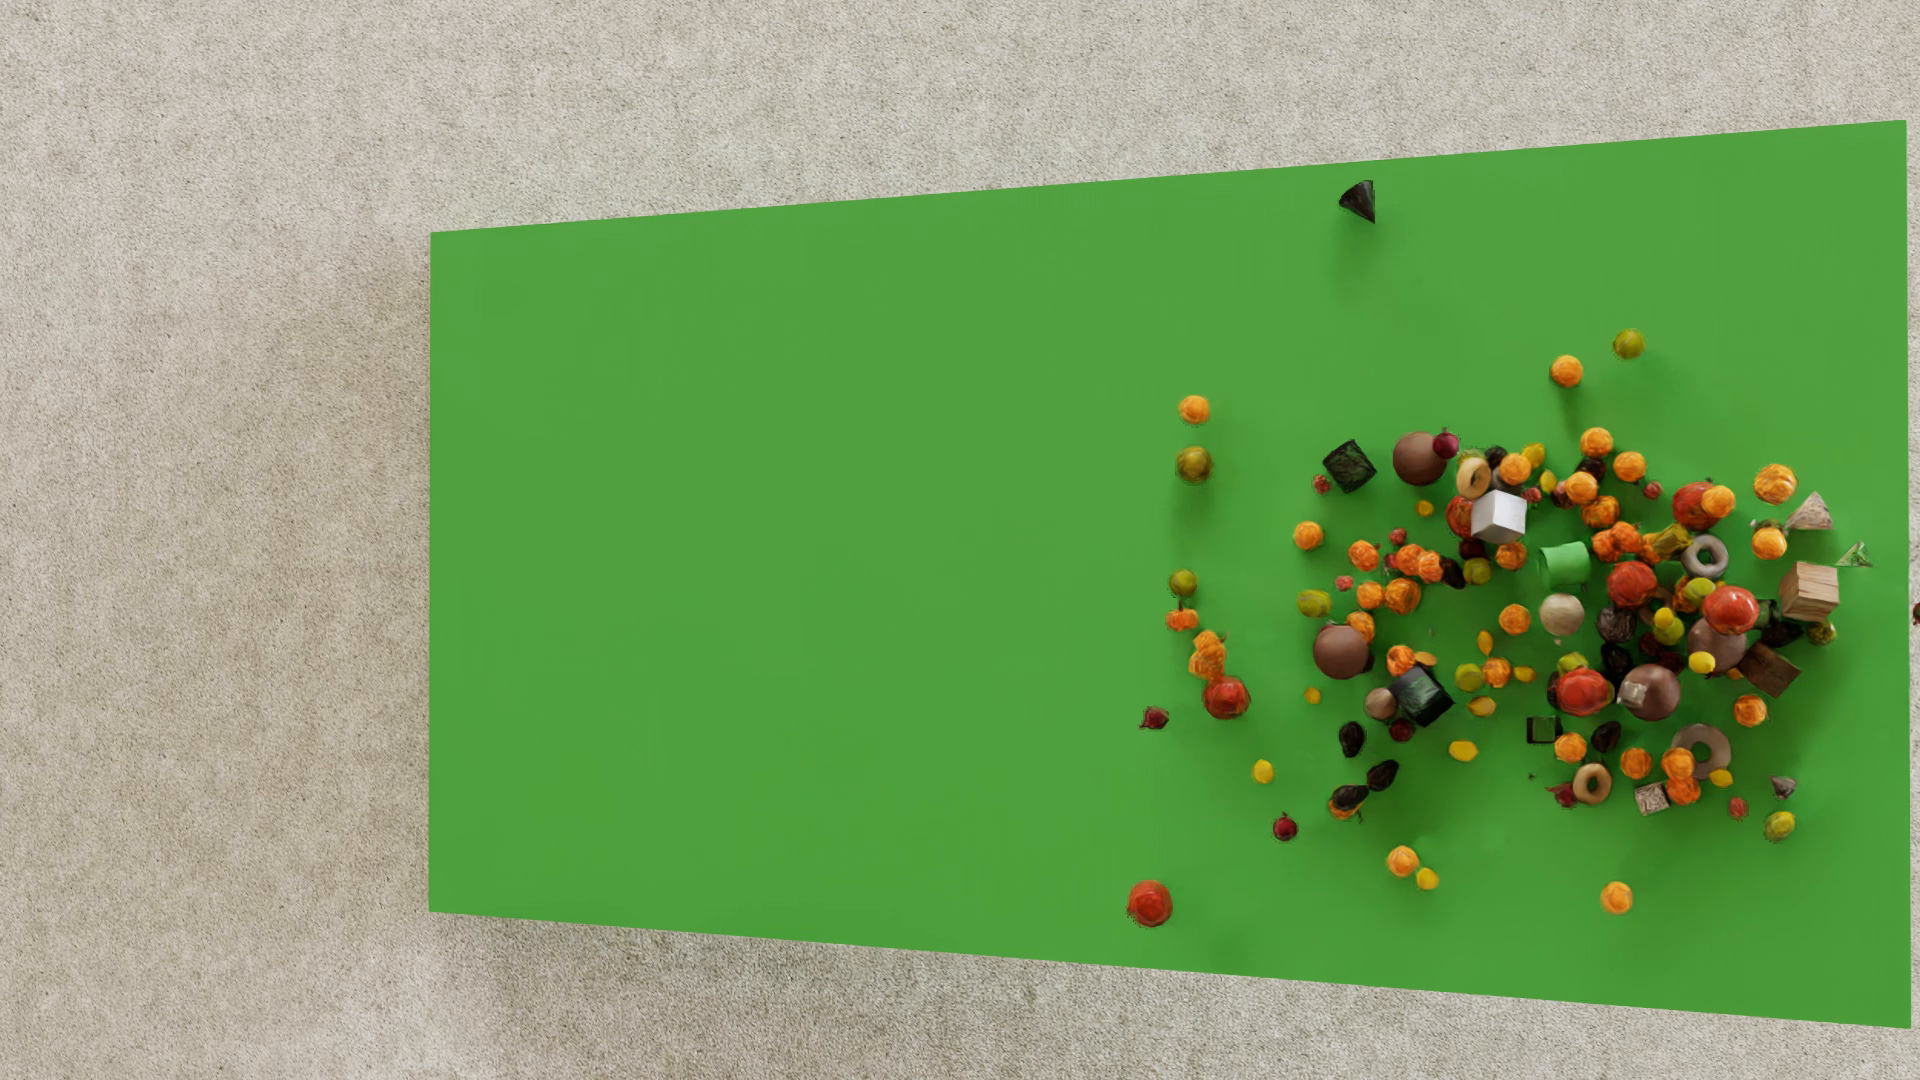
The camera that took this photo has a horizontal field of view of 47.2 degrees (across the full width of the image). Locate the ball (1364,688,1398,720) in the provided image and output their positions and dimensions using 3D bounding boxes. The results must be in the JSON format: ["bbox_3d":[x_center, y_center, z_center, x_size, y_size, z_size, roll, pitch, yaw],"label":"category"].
[{"bbox_3d":[1.010,0.393,5.272,0.081,0.081,0.081,0,89,0],"label":"ball"}]

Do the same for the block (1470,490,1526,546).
[{"bbox_3d":[1.240,-0.052,5.065,0.087,0.087,0.087,17,65,-19],"label":"block"}]

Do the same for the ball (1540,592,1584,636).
[{"bbox_3d":[1.375,0.169,5.024,0.100,0.100,0.100,0,89,0],"label":"ball"}]

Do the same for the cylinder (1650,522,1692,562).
[{"bbox_3d":[1.598,0.004,4.941,0.064,0.064,0.064,46,129,0],"label":"cylinder"}]

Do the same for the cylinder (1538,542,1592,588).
[{"bbox_3d":[1.384,0.058,5.038,0.095,0.095,0.095,-10,89,1],"label":"cylinder"}]

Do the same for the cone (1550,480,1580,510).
[{"bbox_3d":[1.402,-0.106,5.109,0.068,0.068,0.068,0,89,24],"label":"cone"}]

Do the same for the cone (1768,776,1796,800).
[{"bbox_3d":[1.824,0.540,4.905,0.057,0.057,0.057,32,89,-13],"label":"cone"}]

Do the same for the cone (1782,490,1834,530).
[{"bbox_3d":[1.865,-0.046,4.865,0.096,0.096,0.096,-24,89,11],"label":"cone"}]

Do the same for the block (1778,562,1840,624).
[{"bbox_3d":[1.873,0.116,4.850,0.090,0.090,0.090,10,57,-2],"label":"block"}]

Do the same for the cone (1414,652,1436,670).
[{"bbox_3d":[1.107,0.304,5.260,0.054,0.054,0.054,11,124,0],"label":"cone"}]

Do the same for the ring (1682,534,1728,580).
[{"bbox_3d":[1.676,0.038,4.952,0.109,0.036,0.109,1,79,-5],"label":"ring"}]

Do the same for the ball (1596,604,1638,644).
[{"bbox_3d":[1.506,0.193,5.045,0.092,0.092,0.092,0,89,0],"label":"ball"}]

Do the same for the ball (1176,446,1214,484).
[{"bbox_3d":[0.584,-0.188,5.463,0.094,0.094,0.094,0,89,0],"label":"ball"}]

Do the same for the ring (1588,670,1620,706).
[{"bbox_3d":[1.491,0.342,5.085,0.080,0.027,0.080,-2,86,25],"label":"ring"}]

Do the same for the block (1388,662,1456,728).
[{"bbox_3d":[1.092,0.368,5.205,0.094,0.094,0.094,-43,50,12],"label":"block"}]

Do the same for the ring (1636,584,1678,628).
[{"bbox_3d":[1.591,0.150,5.022,0.098,0.033,0.098,0,83,0],"label":"ring"}]

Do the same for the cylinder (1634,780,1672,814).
[{"bbox_3d":[1.582,0.589,5.023,0.062,0.062,0.062,-23,89,22],"label":"cylinder"}]

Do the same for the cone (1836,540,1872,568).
[{"bbox_3d":[1.945,0.042,4.804,0.066,0.066,0.066,-26,89,34],"label":"cone"}]

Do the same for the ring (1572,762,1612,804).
[{"bbox_3d":[1.457,0.561,5.066,0.102,0.034,0.102,-4,102,-20],"label":"ring"}]

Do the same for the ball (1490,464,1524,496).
[{"bbox_3d":[1.274,-0.137,5.125,0.082,0.082,0.082,0,89,0],"label":"ball"}]

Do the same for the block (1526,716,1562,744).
[{"bbox_3d":[1.361,0.440,5.118,0.061,0.061,0.061,-3,88,37],"label":"block"}]

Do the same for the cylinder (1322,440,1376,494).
[{"bbox_3d":[0.939,-0.176,5.303,0.094,0.094,0.094,-34,75,0],"label":"cylinder"}]

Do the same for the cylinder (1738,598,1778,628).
[{"bbox_3d":[1.777,0.164,4.894,0.066,0.066,0.066,-2,89,39],"label":"cylinder"}]

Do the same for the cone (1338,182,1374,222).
[{"bbox_3d":[0.974,-0.797,5.291,0.092,0.092,0.092,-30,72,0],"label":"cone"}]

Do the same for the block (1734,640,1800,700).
[{"bbox_3d":[1.798,0.287,4.896,0.081,0.081,0.081,28,107,-23],"label":"block"}]

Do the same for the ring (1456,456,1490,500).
[{"bbox_3d":[1.185,-0.143,5.076,0.101,0.034,0.101,-10,107,-34],"label":"ring"}]

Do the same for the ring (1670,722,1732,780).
[{"bbox_3d":[1.681,0.480,4.990,0.132,0.044,0.132,0,91,25],"label":"ring"}]

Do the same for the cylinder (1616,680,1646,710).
[{"bbox_3d":[1.475,0.339,4.831,0.053,0.053,0.053,14,89,22],"label":"cylinder"}]

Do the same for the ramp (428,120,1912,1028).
[{"bbox_3d":[0.283,0.083,5.702,4.000,0.100,2.000,0,89,24],"label":"ramp"}]
